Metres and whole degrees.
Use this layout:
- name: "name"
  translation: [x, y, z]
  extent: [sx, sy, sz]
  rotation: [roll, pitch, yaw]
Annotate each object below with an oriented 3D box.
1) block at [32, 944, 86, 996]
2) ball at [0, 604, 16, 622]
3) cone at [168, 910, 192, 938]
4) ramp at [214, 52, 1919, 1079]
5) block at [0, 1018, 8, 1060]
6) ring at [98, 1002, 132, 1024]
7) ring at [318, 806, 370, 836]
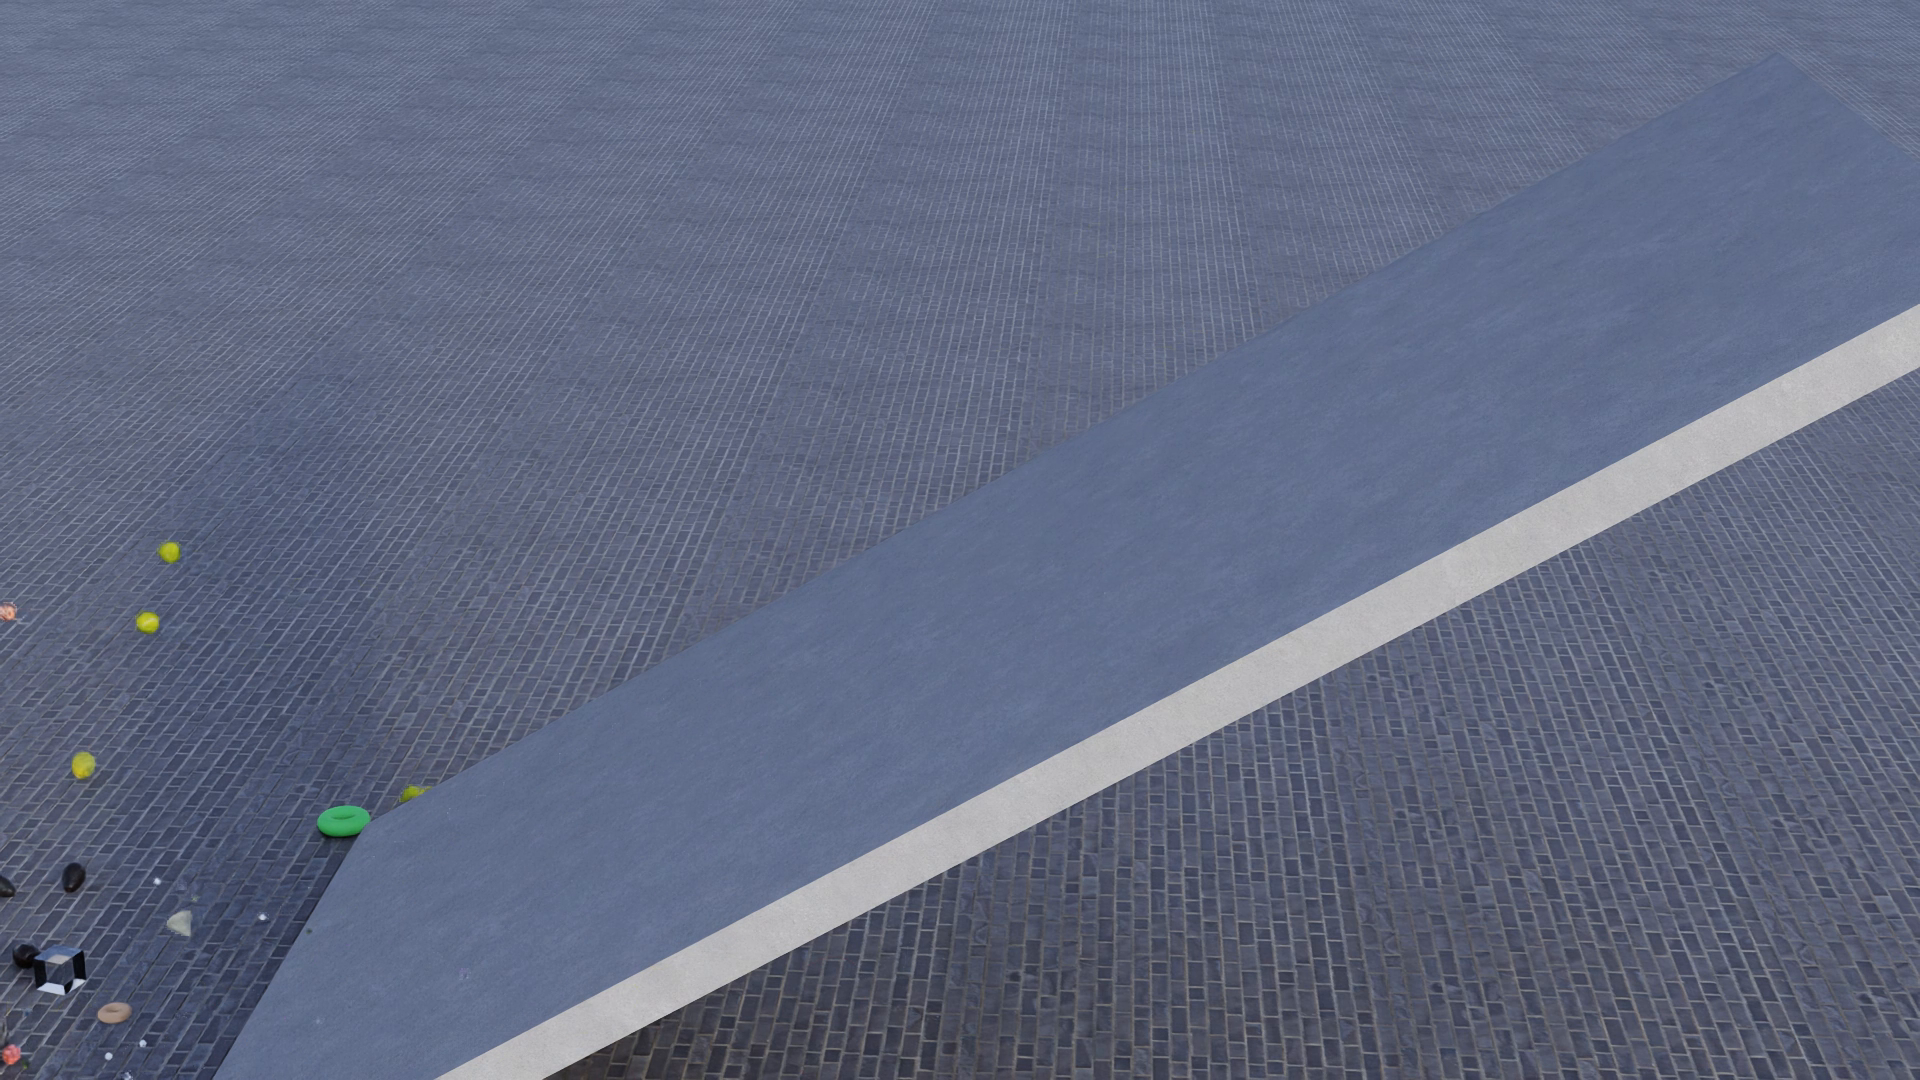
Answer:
- name: "block"
  translation: [-2.131, 1.017, 6.964]
  extent: [0.082, 0.082, 0.082]
  rotation: [7, 20, 20]
- name: "ball"
  translation: [-3.020, 0.231, 9.319]
  extent: [0.051, 0.051, 0.051]
  rotation: [0, 19, 0]
- name: "cone"
  translation: [-1.903, 0.956, 7.227]
  extent: [0.064, 0.064, 0.064]
  rotation: [-15, 50, -37]
- name: "ramp"
  translation: [0.142, 0.168, 6.286]
  extent: [4.000, 0.100, 2.000]
  rotation: [-29, 15, 12]
- name: "block"
  translation: [-2.197, 1.128, 6.651]
  extent: [0.069, 0.069, 0.069]
  rotation: [-1, 15, -4]
- name: "ring"
  translation: [-1.958, 1.096, 6.819]
  extent: [0.077, 0.026, 0.077]
  rotation: [-1, 18, 0]
- name: "ring"
  translation: [-1.637, 0.747, 7.814]
  extent: [0.140, 0.047, 0.140]
  rotation: [-1, 18, 0]
